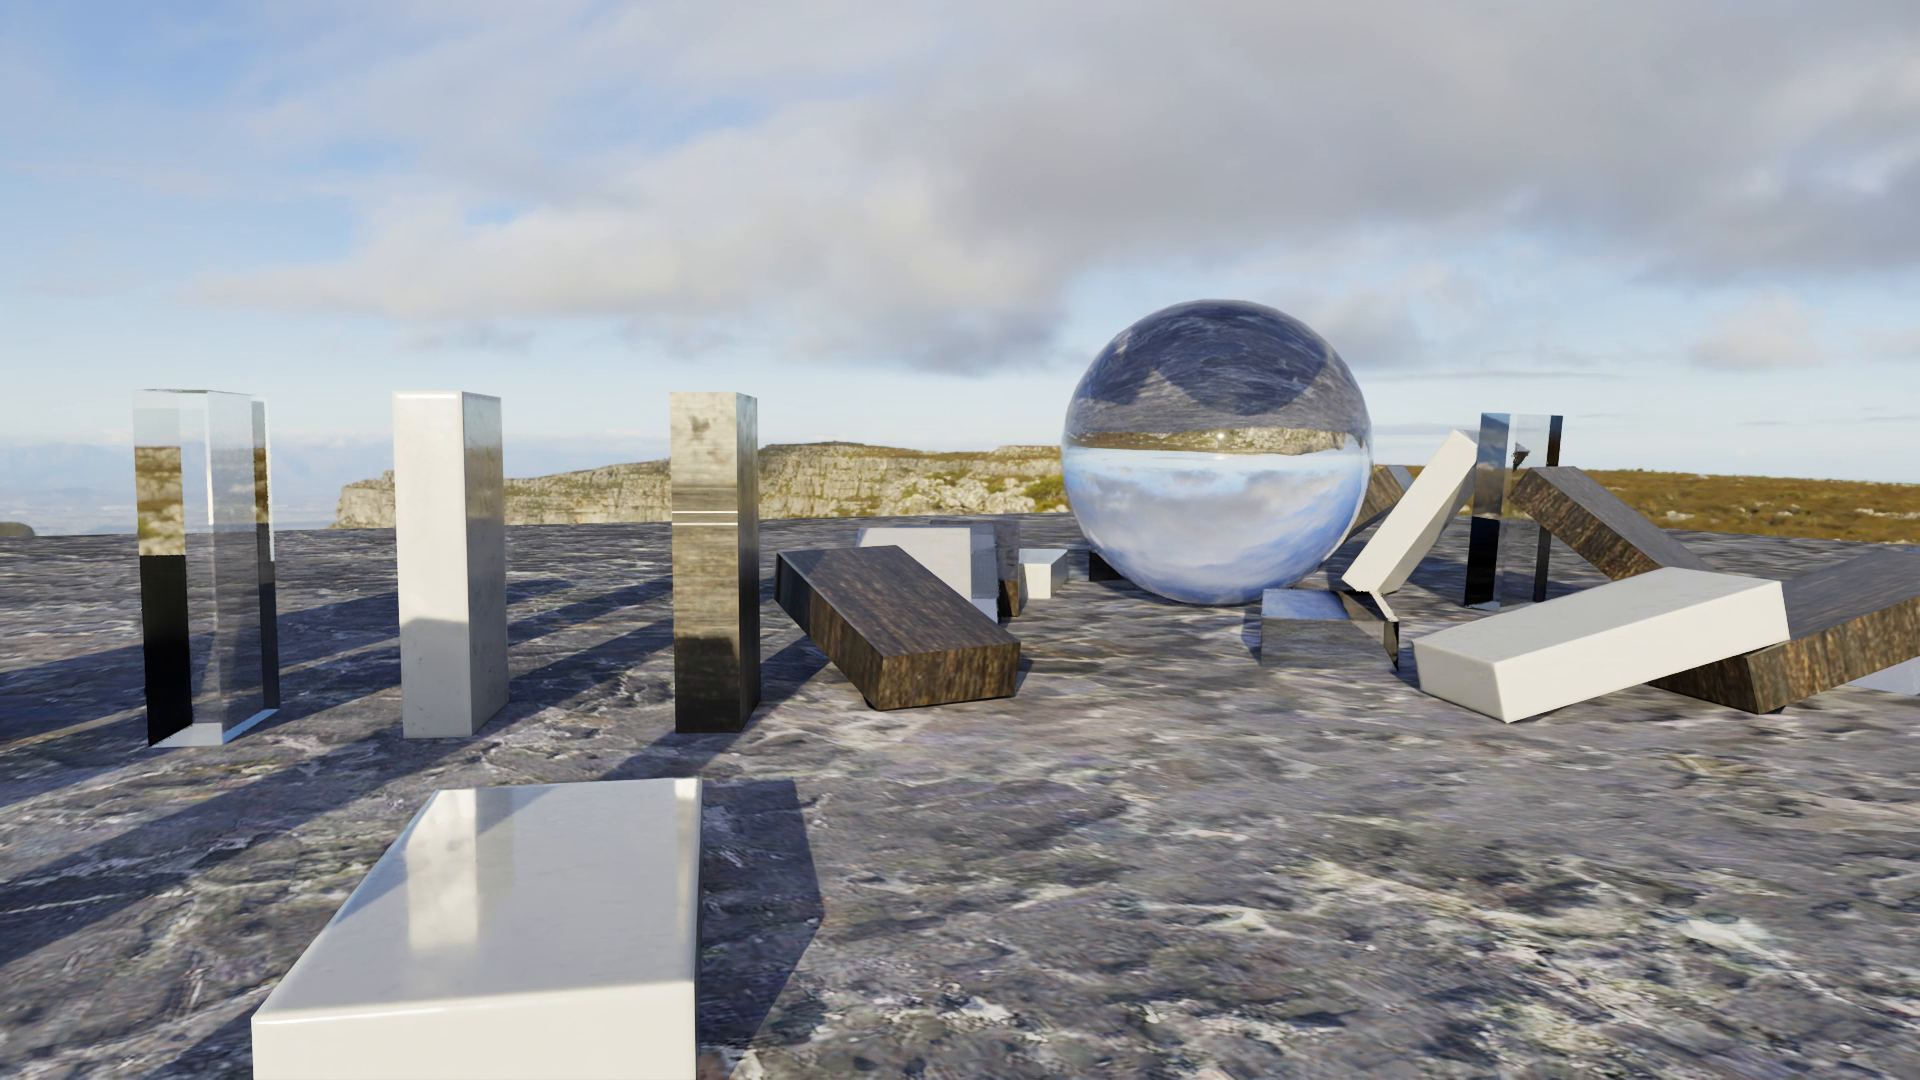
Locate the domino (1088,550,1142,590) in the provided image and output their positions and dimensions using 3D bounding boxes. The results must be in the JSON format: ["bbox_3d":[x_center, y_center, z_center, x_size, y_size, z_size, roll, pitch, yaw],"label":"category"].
[{"bbox_3d":[0.068,0.008,0.395,0.050,0.009,0.025,-2,5,-25],"label":"domino"}]

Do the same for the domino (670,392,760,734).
[{"bbox_3d":[-0.038,0.003,0.199,0.009,0.050,0.025,0,4,-2],"label":"domino"}]

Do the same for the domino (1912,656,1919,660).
[{"bbox_3d":[0.189,0.017,0.280,0.025,0.010,0.050,2,5,26],"label":"domino"}]

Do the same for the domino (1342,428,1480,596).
[{"bbox_3d":[0.127,-0.007,0.352,0.009,0.050,0.025,43,26,26],"label":"domino"}]

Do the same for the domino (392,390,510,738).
[{"bbox_3d":[-0.077,0.003,0.196,0.010,0.050,0.025,-1,4,-7],"label":"domino"}]

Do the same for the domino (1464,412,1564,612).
[{"bbox_3d":[0.144,-0.008,0.334,0.025,0.050,0.010,-4,9,-41],"label":"domino"}]

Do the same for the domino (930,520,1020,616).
[{"bbox_3d":[0.003,0.007,0.339,0.025,0.010,0.050,0,18,3],"label":"domino"}]

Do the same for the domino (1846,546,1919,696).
[{"bbox_3d":[0.177,0.014,0.238,0.050,0.010,0.025,-18,12,-24],"label":"domino"}]

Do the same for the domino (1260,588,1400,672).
[{"bbox_3d":[0.076,0.018,0.266,0.025,0.010,0.050,1,4,14],"label":"domino"}]

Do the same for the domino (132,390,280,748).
[{"bbox_3d":[-0.111,0.003,0.191,0.009,0.050,0.025,-1,4,-11],"label":"domino"}]

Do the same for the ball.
[{"bbox_3d":[0.066,-0.023,0.335,0.080,0.080,0.080,0,4,0],"label":"ball"}]

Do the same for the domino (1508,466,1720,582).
[{"bbox_3d":[0.161,0.001,0.312,0.025,0.010,0.050,-4,41,-41],"label":"domino"}]

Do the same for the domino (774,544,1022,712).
[{"bbox_3d":[-0.013,0.014,0.229,0.025,0.010,0.050,-4,20,-28],"label":"domino"}]

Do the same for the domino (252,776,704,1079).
[{"bbox_3d":[-0.033,0.030,0.101,0.025,0.009,0.050,-1,4,-11],"label":"domino"}]

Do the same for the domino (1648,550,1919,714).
[{"bbox_3d":[0.146,0.015,0.217,0.050,0.009,0.025,-17,7,-8],"label":"domino"}]

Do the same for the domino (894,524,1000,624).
[{"bbox_3d":[-0.004,0.009,0.302,0.025,0.010,0.050,0,19,0],"label":"domino"}]

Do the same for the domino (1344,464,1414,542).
[{"bbox_3d":[0.106,-0.003,0.367,0.050,0.010,0.025,-37,-14,26],"label":"domino"}]

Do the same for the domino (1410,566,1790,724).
[{"bbox_3d":[0.104,0.016,0.211,0.050,0.010,0.025,-14,6,-8],"label":"domino"}]

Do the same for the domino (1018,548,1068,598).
[{"bbox_3d":[0.017,0.009,0.380,0.025,0.009,0.050,1,4,10],"label":"domino"}]

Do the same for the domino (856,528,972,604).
[{"bbox_3d":[-0.010,0.011,0.268,0.025,0.009,0.050,0,21,0],"label":"domino"}]
